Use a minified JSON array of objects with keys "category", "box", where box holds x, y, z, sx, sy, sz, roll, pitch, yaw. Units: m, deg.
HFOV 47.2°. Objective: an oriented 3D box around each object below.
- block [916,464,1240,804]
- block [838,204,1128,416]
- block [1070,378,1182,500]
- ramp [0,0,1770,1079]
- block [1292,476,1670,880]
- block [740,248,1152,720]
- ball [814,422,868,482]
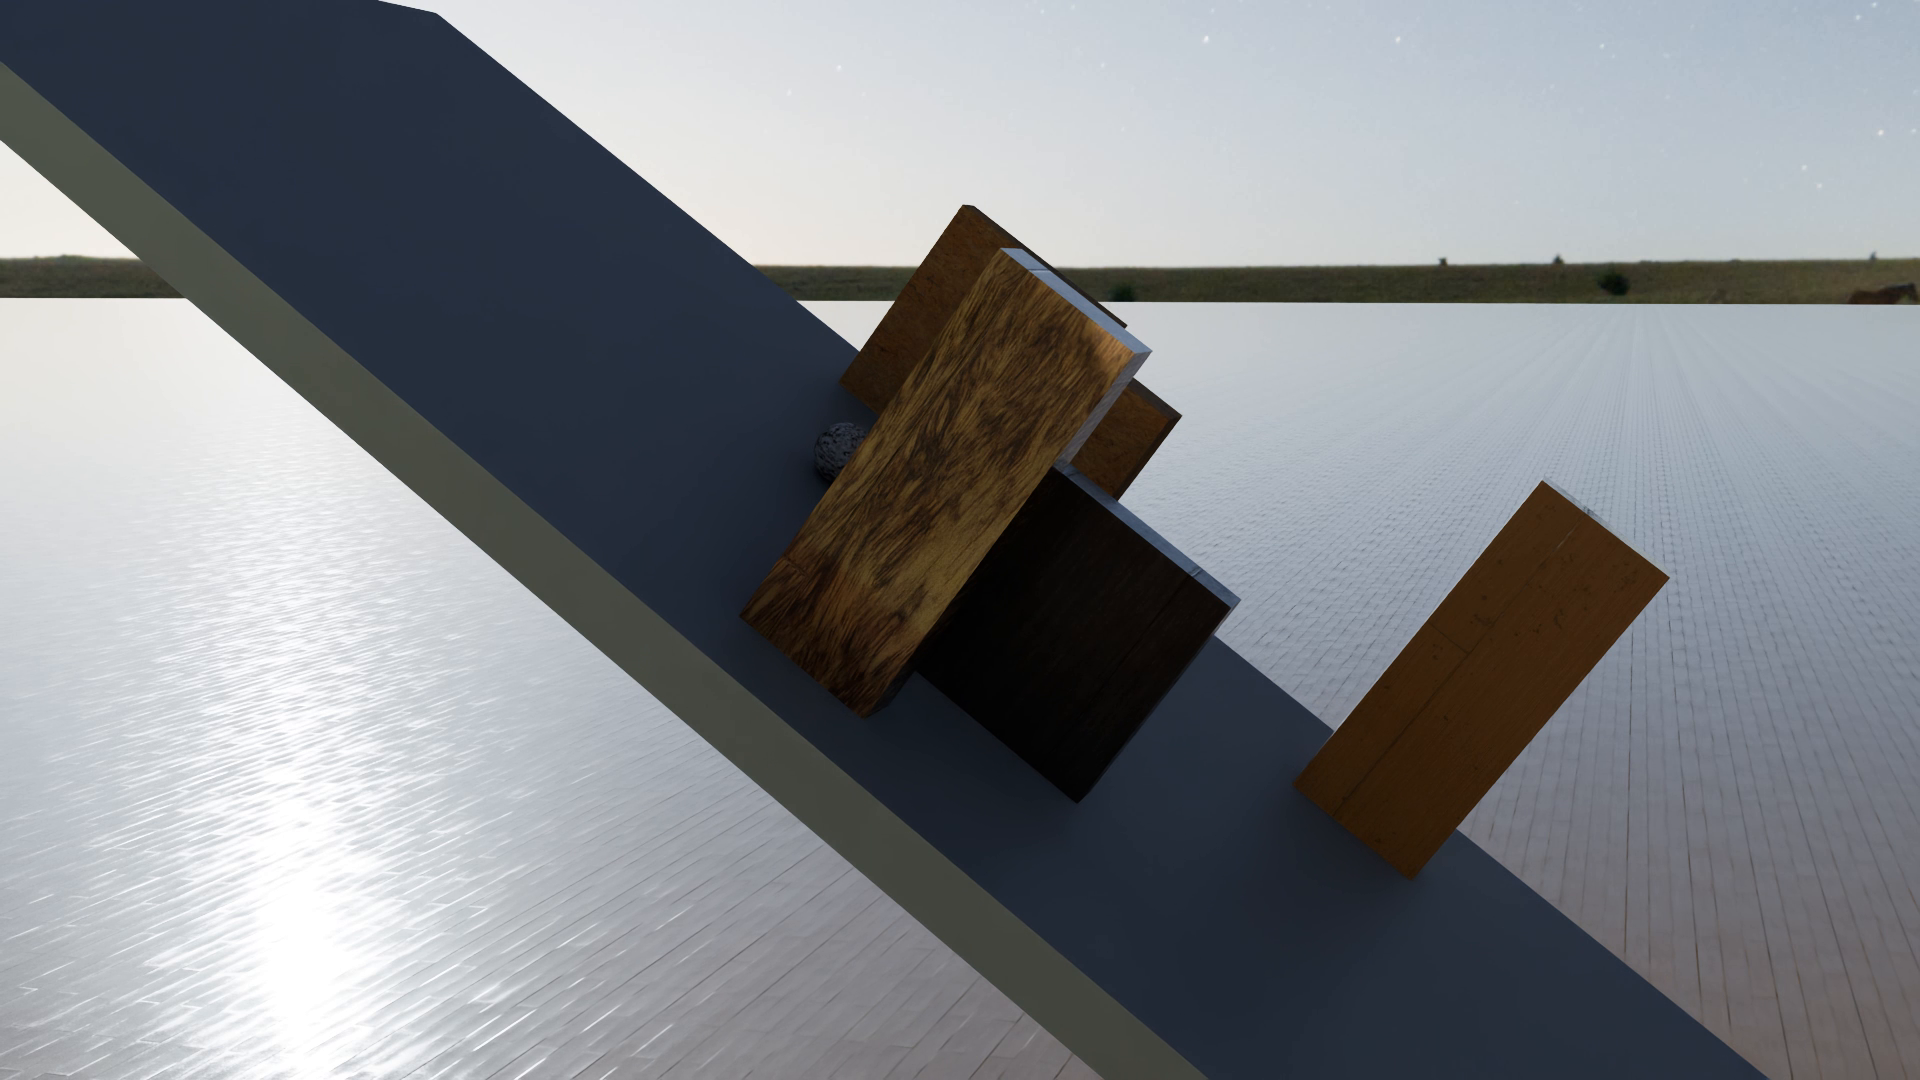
[{"category":"block","box":[0.154,0.126,3.545,0.427,0.410,0.091,39,16,9]},{"category":"block","box":[0.045,-0.397,4.702,0.424,0.473,0.081,39,16,9]},{"category":"block","box":[0.090,-0.149,4.029,0.401,0.501,0.119,39,16,9]},{"category":"ramp","box":[-0.057,0.118,4.066,4.000,0.100,2.000,39,16,9]},{"category":"block","box":[1.004,0.270,4.267,0.294,0.768,0.114,39,16,9]},{"category":"block","box":[-0.026,-0.080,3.251,0.247,0.682,0.117,39,16,9]},{"category":"ball","box":[-0.216,-0.162,4.130,0.118,0.118,0.118,0,7,0]}]
